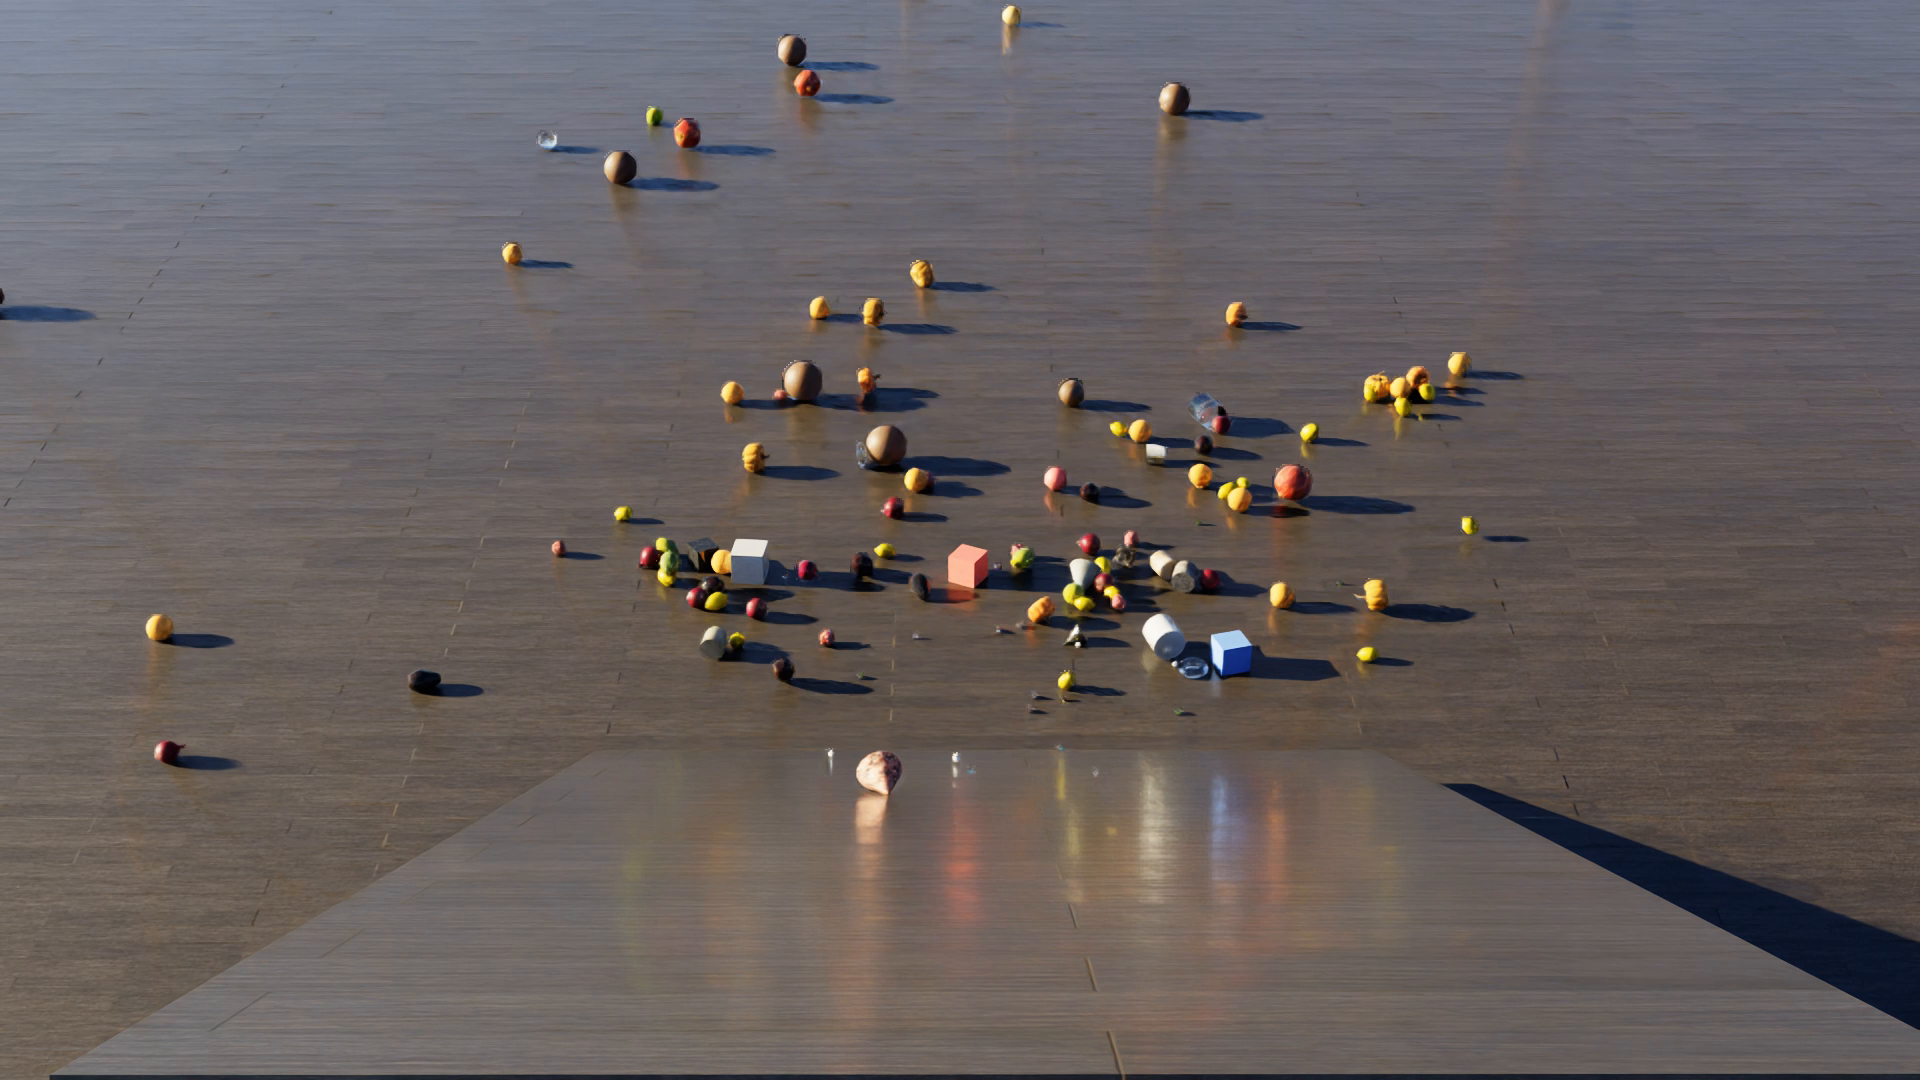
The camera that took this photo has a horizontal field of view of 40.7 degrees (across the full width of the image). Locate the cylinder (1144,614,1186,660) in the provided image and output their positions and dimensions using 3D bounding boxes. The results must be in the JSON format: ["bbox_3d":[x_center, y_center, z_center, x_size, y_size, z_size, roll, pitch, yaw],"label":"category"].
[{"bbox_3d":[0.569,0.270,7.205,0.092,0.092,0.092,-8,31,-14],"label":"cylinder"}]

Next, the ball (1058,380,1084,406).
[{"bbox_3d":[0.369,-0.484,8.534,0.086,0.086,0.086,0,30,0],"label":"ball"}]

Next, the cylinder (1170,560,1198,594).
[{"bbox_3d":[0.652,0.108,7.512,0.070,0.070,0.070,6,30,10],"label":"cylinder"}]

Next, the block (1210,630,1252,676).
[{"bbox_3d":[0.748,0.312,7.139,0.084,0.084,0.084,-9,31,-15],"label":"block"}]

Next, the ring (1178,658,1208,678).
[{"bbox_3d":[0.642,0.352,7.126,0.084,0.028,0.084,-1,30,0],"label":"ring"}]

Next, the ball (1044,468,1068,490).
[{"bbox_3d":[0.297,-0.189,8.032,0.070,0.070,0.070,0,30,0],"label":"ball"}]

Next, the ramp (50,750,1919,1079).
[{"bbox_3d":[0.066,0.594,4.648,2.000,0.100,4.000,0,0,0],"label":"ramp"}]

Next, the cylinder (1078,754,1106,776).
[{"bbox_3d":[0.304,0.534,5.961,0.060,0.060,0.060,4,36,-3],"label":"cylinder"}]

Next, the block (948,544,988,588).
[{"bbox_3d":[0.024,0.076,7.553,0.085,0.085,0.085,15,33,24],"label":"block"}]

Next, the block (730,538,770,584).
[{"bbox_3d":[-0.614,0.064,7.563,0.095,0.095,0.095,3,30,5],"label":"block"}]

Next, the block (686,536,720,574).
[{"bbox_3d":[-0.756,0.044,7.625,0.069,0.069,0.069,-17,34,-28],"label":"block"}]

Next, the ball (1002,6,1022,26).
[{"bbox_3d":[0.240,-2.416,11.923,0.086,0.086,0.086,0,30,0],"label":"ball"}]

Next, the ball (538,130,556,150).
[{"bbox_3d":[-1.684,-1.631,10.558,0.075,0.075,0.075,0,30,0],"label":"ball"}]

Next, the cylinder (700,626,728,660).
[{"bbox_3d":[-0.684,0.288,7.197,0.069,0.069,0.069,4,30,7],"label":"cylinder"}]

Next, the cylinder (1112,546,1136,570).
[{"bbox_3d":[0.484,0.053,7.607,0.054,0.054,0.054,30,36,7],"label":"cylinder"}]

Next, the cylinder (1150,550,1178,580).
[{"bbox_3d":[0.598,0.074,7.576,0.065,0.065,0.065,-13,32,-22],"label":"cylinder"}]

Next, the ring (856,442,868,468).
[{"bbox_3d":[-0.310,-0.268,8.160,0.027,0.080,0.080,-8,30,1],"label":"ring"}]

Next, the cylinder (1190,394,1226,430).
[{"bbox_3d":[0.804,-0.418,8.415,0.088,0.088,0.088,-11,32,-19],"label":"cylinder"}]
